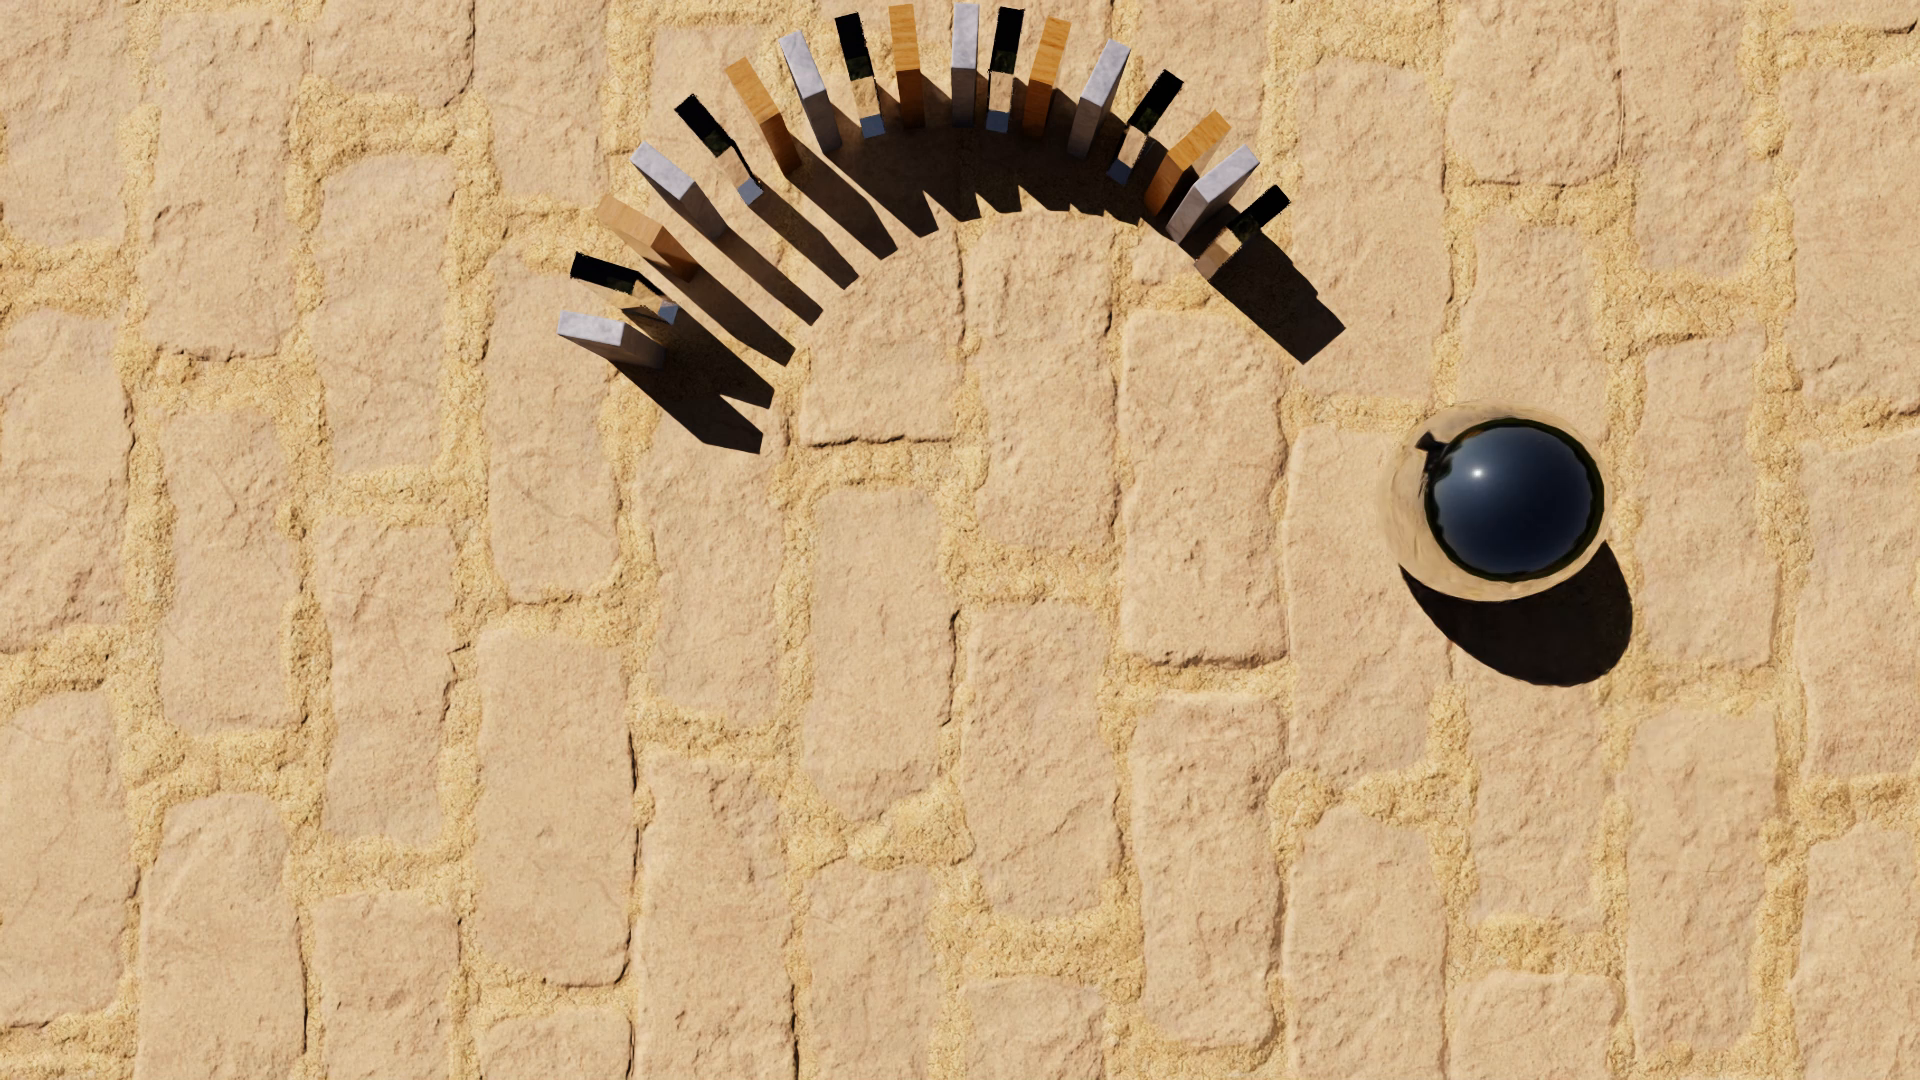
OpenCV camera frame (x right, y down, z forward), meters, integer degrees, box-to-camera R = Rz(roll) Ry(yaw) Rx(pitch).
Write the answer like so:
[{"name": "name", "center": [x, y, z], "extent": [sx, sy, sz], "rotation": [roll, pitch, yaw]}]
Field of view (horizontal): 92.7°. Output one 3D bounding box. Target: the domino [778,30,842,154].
[{"name": "domino", "center": [-0.060, -0.182, 0.375], "extent": [0.010, 0.050, 0.025], "rotation": [-23, 90, 0]}]

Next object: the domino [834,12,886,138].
[{"name": "domino", "center": [-0.040, -0.188, 0.375], "extent": [0.009, 0.050, 0.025], "rotation": [-14, 90, 0]}]

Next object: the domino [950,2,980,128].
[{"name": "domino", "center": [0.002, -0.193, 0.375], "extent": [0.010, 0.050, 0.025], "rotation": [3, 90, 0]}]

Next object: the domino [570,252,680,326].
[{"name": "domino", "center": [-0.136, -0.102, 0.375], "extent": [0.025, 0.050, 0.009], "rotation": [17, 90, 0]}]

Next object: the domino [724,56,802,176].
[{"name": "domino", "center": [-0.079, -0.172, 0.375], "extent": [0.009, 0.050, 0.025], "rotation": [-32, 90, 0]}]

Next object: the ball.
[{"name": "ball", "center": [0.208, -0.015, 0.360], "extent": [0.080, 0.080, 0.080], "rotation": [0, 90, 0]}]

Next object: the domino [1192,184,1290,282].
[{"name": "domino", "center": [0.114, -0.125, 0.375], "extent": [0.025, 0.050, 0.010], "rotation": [-40, 90, 0]}]

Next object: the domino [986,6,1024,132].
[{"name": "domino", "center": [0.018, -0.191, 0.375], "extent": [0.010, 0.050, 0.025], "rotation": [10, 90, 0]}]

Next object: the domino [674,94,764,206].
[{"name": "domino", "center": [-0.098, -0.158, 0.375], "extent": [0.009, 0.050, 0.025], "rotation": [-41, 90, 0]}]

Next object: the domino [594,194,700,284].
[{"name": "domino", "center": [-0.127, -0.122, 0.375], "extent": [0.025, 0.050, 0.009], "rotation": [30, 90, 0]}]

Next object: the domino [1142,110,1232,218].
[{"name": "domino", "center": [0.091, -0.153, 0.375], "extent": [0.025, 0.050, 0.010], "rotation": [-42, 90, 0]}]

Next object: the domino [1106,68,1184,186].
[{"name": "domino", "center": [0.075, -0.167, 0.375], "extent": [0.009, 0.050, 0.025], "rotation": [35, 90, 0]}]

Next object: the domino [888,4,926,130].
[{"name": "domino", "center": [-0.021, -0.192, 0.375], "extent": [0.009, 0.050, 0.025], "rotation": [-7, 90, 0]}]

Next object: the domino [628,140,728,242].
[{"name": "domino", "center": [-0.114, -0.141, 0.375], "extent": [0.025, 0.050, 0.010], "rotation": [39, 90, 0]}]

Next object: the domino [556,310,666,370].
[{"name": "domino", "center": [-0.141, -0.081, 0.375], "extent": [0.025, 0.050, 0.010], "rotation": [11, 90, 0]}]

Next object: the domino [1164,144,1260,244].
[{"name": "domino", "center": [0.102, -0.140, 0.375], "extent": [0.025, 0.050, 0.010], "rotation": [-38, 90, 0]}]

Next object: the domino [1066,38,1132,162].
[{"name": "domino", "center": [0.056, -0.179, 0.375], "extent": [0.009, 0.050, 0.025], "rotation": [26, 90, 0]}]

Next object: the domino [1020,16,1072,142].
[{"name": "domino", "center": [0.035, -0.187, 0.375], "extent": [0.009, 0.050, 0.025], "rotation": [17, 90, 0]}]
